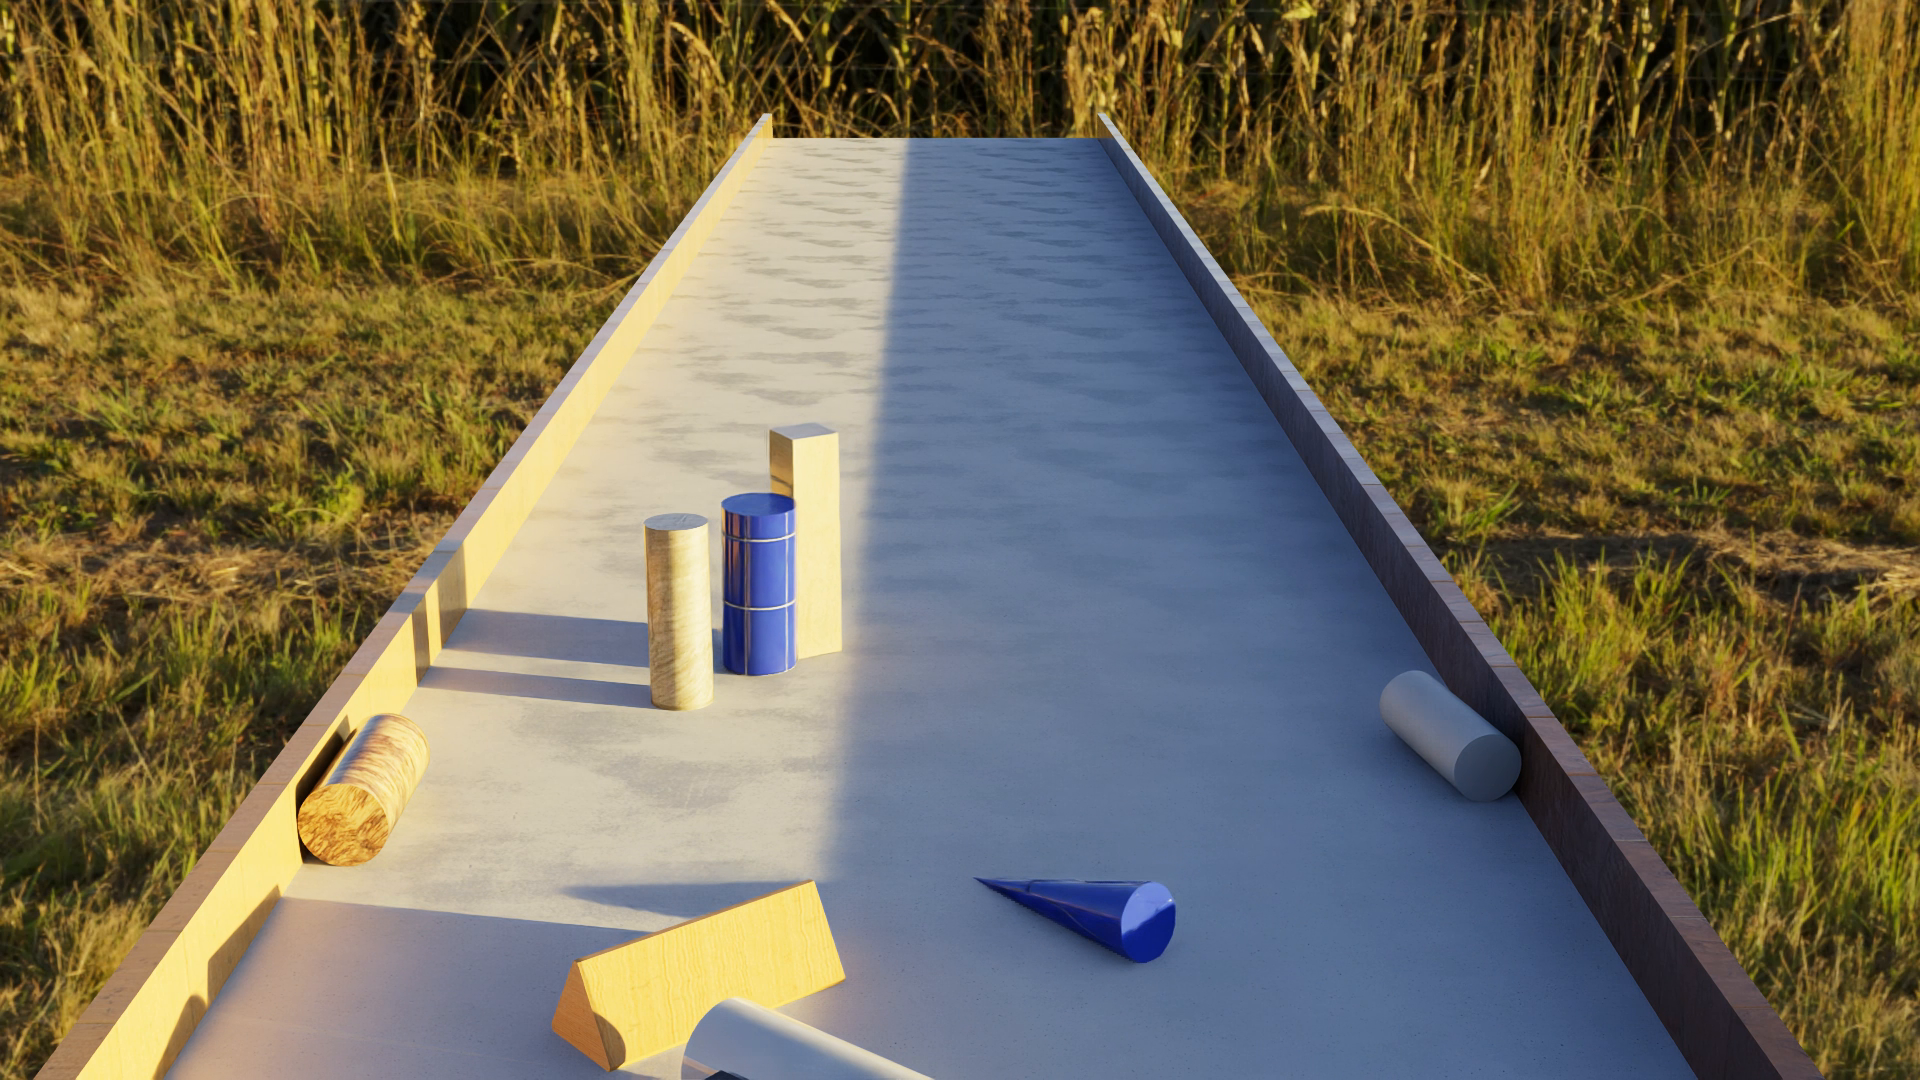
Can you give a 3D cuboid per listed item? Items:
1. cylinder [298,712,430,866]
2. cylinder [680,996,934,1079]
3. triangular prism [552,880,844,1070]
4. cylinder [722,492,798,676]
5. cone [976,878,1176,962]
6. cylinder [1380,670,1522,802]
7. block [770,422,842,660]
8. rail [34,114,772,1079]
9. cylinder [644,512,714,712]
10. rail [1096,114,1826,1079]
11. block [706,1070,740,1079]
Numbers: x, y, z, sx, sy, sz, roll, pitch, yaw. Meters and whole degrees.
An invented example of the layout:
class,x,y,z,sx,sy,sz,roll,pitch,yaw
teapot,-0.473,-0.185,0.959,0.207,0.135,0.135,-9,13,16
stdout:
class,x,y,z,sx,sy,sz,roll,pitch,yaw
cylinder,-0.975,0.406,3.614,0.142,0.142,0.308,0,17,-1
cylinder,-0.149,0.685,2.665,0.389,0.147,0.147,13,21,37
triangular prism,-0.359,0.581,3.034,0.386,0.130,0.150,-13,21,-38
cylinder,-0.396,0.087,4.338,0.147,0.333,0.147,1,19,0
cone,0.145,0.540,3.309,0.116,0.116,0.375,-15,13,-41
cylinder,0.858,0.341,3.866,0.123,0.123,0.322,-4,17,-12
block,-0.310,0.002,4.415,0.101,0.456,0.101,-11,20,-30
rail,-1.118,-0.838,7.780,0.050,0.150,12.000,0,17,-1
cylinder,-0.530,0.136,4.150,0.120,0.354,0.120,0,17,0
rail,0.932,-0.844,7.801,0.050,0.150,12.000,0,17,-1
block,-0.152,0.750,2.512,0.449,0.110,0.110,13,21,37
